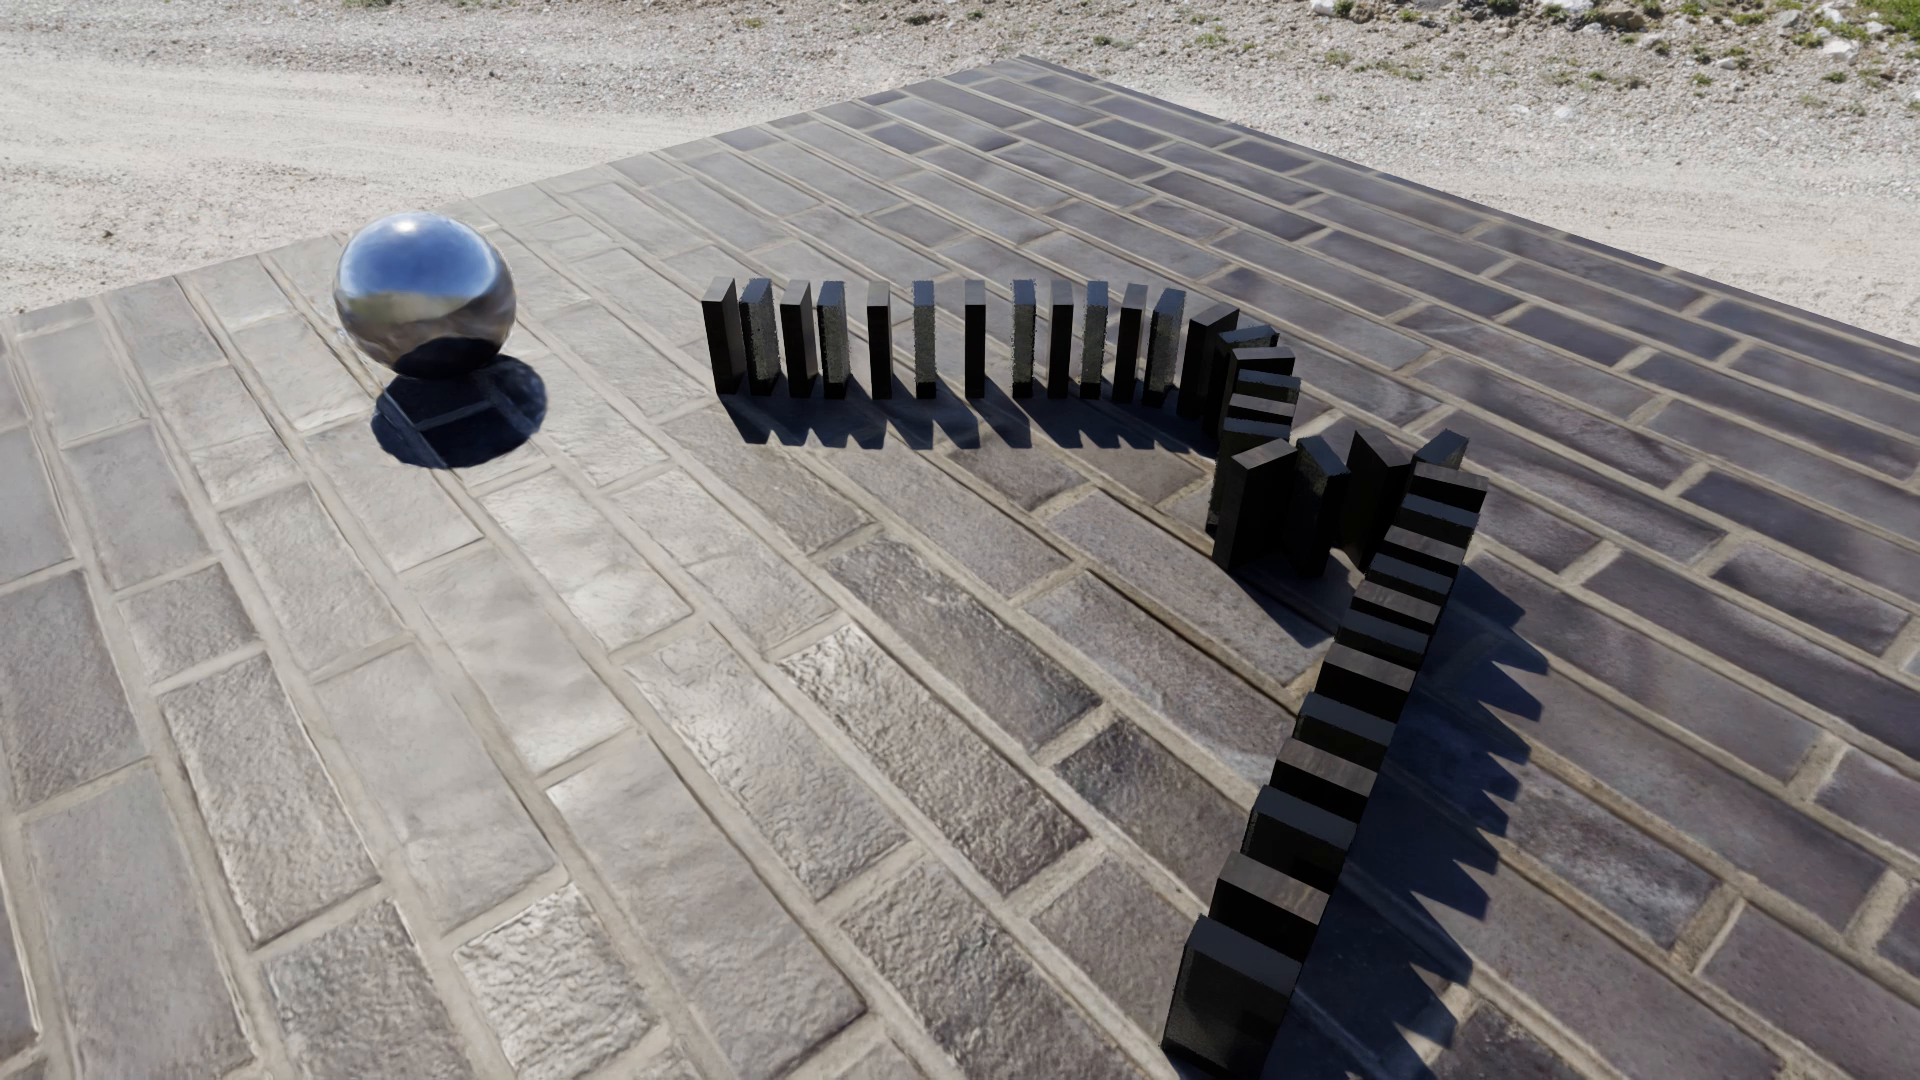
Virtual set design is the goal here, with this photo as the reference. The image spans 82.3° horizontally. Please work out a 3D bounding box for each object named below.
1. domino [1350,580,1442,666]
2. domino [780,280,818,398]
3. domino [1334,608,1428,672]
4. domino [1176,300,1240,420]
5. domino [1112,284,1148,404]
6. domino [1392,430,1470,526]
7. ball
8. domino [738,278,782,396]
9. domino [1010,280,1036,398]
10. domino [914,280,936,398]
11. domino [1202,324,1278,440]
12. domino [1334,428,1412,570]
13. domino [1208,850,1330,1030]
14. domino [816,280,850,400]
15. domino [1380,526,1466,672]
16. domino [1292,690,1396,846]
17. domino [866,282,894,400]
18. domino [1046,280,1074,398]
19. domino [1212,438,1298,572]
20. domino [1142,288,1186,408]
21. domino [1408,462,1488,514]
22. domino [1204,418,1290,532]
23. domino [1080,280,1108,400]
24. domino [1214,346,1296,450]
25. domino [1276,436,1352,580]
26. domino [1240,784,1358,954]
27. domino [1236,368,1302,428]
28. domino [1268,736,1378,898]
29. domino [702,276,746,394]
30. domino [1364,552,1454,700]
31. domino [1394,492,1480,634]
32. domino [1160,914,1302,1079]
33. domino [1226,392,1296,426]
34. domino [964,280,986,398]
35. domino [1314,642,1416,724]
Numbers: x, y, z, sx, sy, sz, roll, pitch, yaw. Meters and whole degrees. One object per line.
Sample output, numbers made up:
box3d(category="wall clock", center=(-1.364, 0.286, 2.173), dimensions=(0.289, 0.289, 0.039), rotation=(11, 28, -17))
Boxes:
box3d(category="domino", center=(0.138, 0.039, 0.364), dimensions=(0.025, 0.050, 0.009), rotation=(22, 44, 24))
box3d(category="domino", center=(-0.077, -0.097, 0.529), dimensions=(0.010, 0.050, 0.025), rotation=(3, 39, 3))
box3d(category="domino", center=(0.130, 0.047, 0.354), dimensions=(0.025, 0.050, 0.009), rotation=(20, 43, 23))
box3d(category="domino", center=(0.115, -0.083, 0.513), dimensions=(0.025, 0.050, 0.010), rotation=(-31, 49, -33))
box3d(category="domino", center=(0.081, -0.094, 0.526), dimensions=(0.009, 0.050, 0.025), rotation=(9, 40, 11))
box3d(category="domino", center=(0.182, -0.016, 0.431), dimensions=(0.025, 0.050, 0.009), rotation=(-31, 48, -32))
box3d(category="ball", center=(-0.257, -0.117, 0.531), dimensions=(0.080, 0.080, 0.080), rotation=(0, 39, 0))
box3d(category="domino", center=(-0.096, -0.098, 0.531), dimensions=(0.009, 0.050, 0.025), rotation=(3, 39, 4))
box3d(category="domino", center=(0.030, -0.096, 0.529), dimensions=(0.010, 0.050, 0.025), rotation=(0, 39, 0))
box3d(category="domino", center=(-0.017, -0.096, 0.529), dimensions=(0.009, 0.050, 0.025), rotation=(-1, 39, -2))
box3d(category="domino", center=(0.126, -0.071, 0.498), dimensions=(0.025, 0.050, 0.009), rotation=(-12, 41, -14))
box3d(category="domino", center=(0.160, -0.016, 0.431), dimensions=(0.009, 0.050, 0.025), rotation=(-8, 40, -10))
box3d(category="domino", center=(0.077, 0.104, 0.285), dimensions=(0.025, 0.050, 0.010), rotation=(21, 44, 24))
box3d(category="domino", center=(-0.060, -0.096, 0.528), dimensions=(0.009, 0.050, 0.025), rotation=(2, 39, 2))
box3d(category="domino", center=(0.156, 0.021, 0.386), dimensions=(0.025, 0.050, 0.009), rotation=(22, 44, 25))
box3d(category="domino", center=(0.110, 0.070, 0.326), dimensions=(0.025, 0.050, 0.009), rotation=(21, 44, 23))
box3d(category="domino", center=(-0.038, -0.096, 0.528), dimensions=(0.009, 0.050, 0.025), rotation=(-1, 39, -1))
box3d(category="domino", center=(0.048, -0.096, 0.529), dimensions=(0.010, 0.050, 0.025), rotation=(1, 39, 1))
box3d(category="domino", center=(0.114, -0.013, 0.427), dimensions=(0.025, 0.050, 0.009), rotation=(-20, 44, -23))
box3d(category="domino", center=(0.097, -0.091, 0.522), dimensions=(0.009, 0.050, 0.025), rotation=(14, 41, 17))
box3d(category="domino", center=(0.179, -0.004, 0.416), dimensions=(0.025, 0.050, 0.010), rotation=(16, 42, 18))
box3d(category="domino", center=(0.115, -0.024, 0.441), dimensions=(0.025, 0.050, 0.009), rotation=(9, 40, 11))
box3d(category="domino", center=(0.064, -0.096, 0.528), dimensions=(0.009, 0.050, 0.025), rotation=(4, 39, 5))
box3d(category="domino", center=(0.130, -0.061, 0.485), dimensions=(0.025, 0.050, 0.009), rotation=(-3, 39, -3))
box3d(category="domino", center=(0.136, -0.012, 0.427), dimensions=(0.009, 0.050, 0.025), rotation=(-8, 40, -9))
box3d(category="domino", center=(0.089, 0.091, 0.301), dimensions=(0.025, 0.050, 0.010), rotation=(21, 44, 24))
box3d(category="domino", center=(0.128, -0.047, 0.469), dimensions=(0.025, 0.050, 0.010), rotation=(11, 41, 13))
box3d(category="domino", center=(0.099, 0.080, 0.313), dimensions=(0.025, 0.050, 0.010), rotation=(21, 44, 24))
box3d(category="domino", center=(-0.114, -0.099, 0.532), dimensions=(0.010, 0.050, 0.025), rotation=(3, 39, 4))
box3d(category="domino", center=(0.147, 0.030, 0.375), dimensions=(0.025, 0.050, 0.009), rotation=(22, 44, 25))
box3d(category="domino", center=(0.168, 0.009, 0.400), dimensions=(0.025, 0.050, 0.010), rotation=(21, 44, 23))
box3d(category="domino", center=(0.066, 0.115, 0.271), dimensions=(0.025, 0.050, 0.009), rotation=(21, 44, 24))
box3d(category="domino", center=(0.120, -0.035, 0.454), dimensions=(0.025, 0.050, 0.009), rotation=(14, 41, 16))
box3d(category="domino", center=(0.007, -0.096, 0.529), dimensions=(0.010, 0.050, 0.025), rotation=(0, 39, 0))
box3d(category="domino", center=(0.122, 0.057, 0.342), dimensions=(0.025, 0.050, 0.009), rotation=(20, 44, 23))
